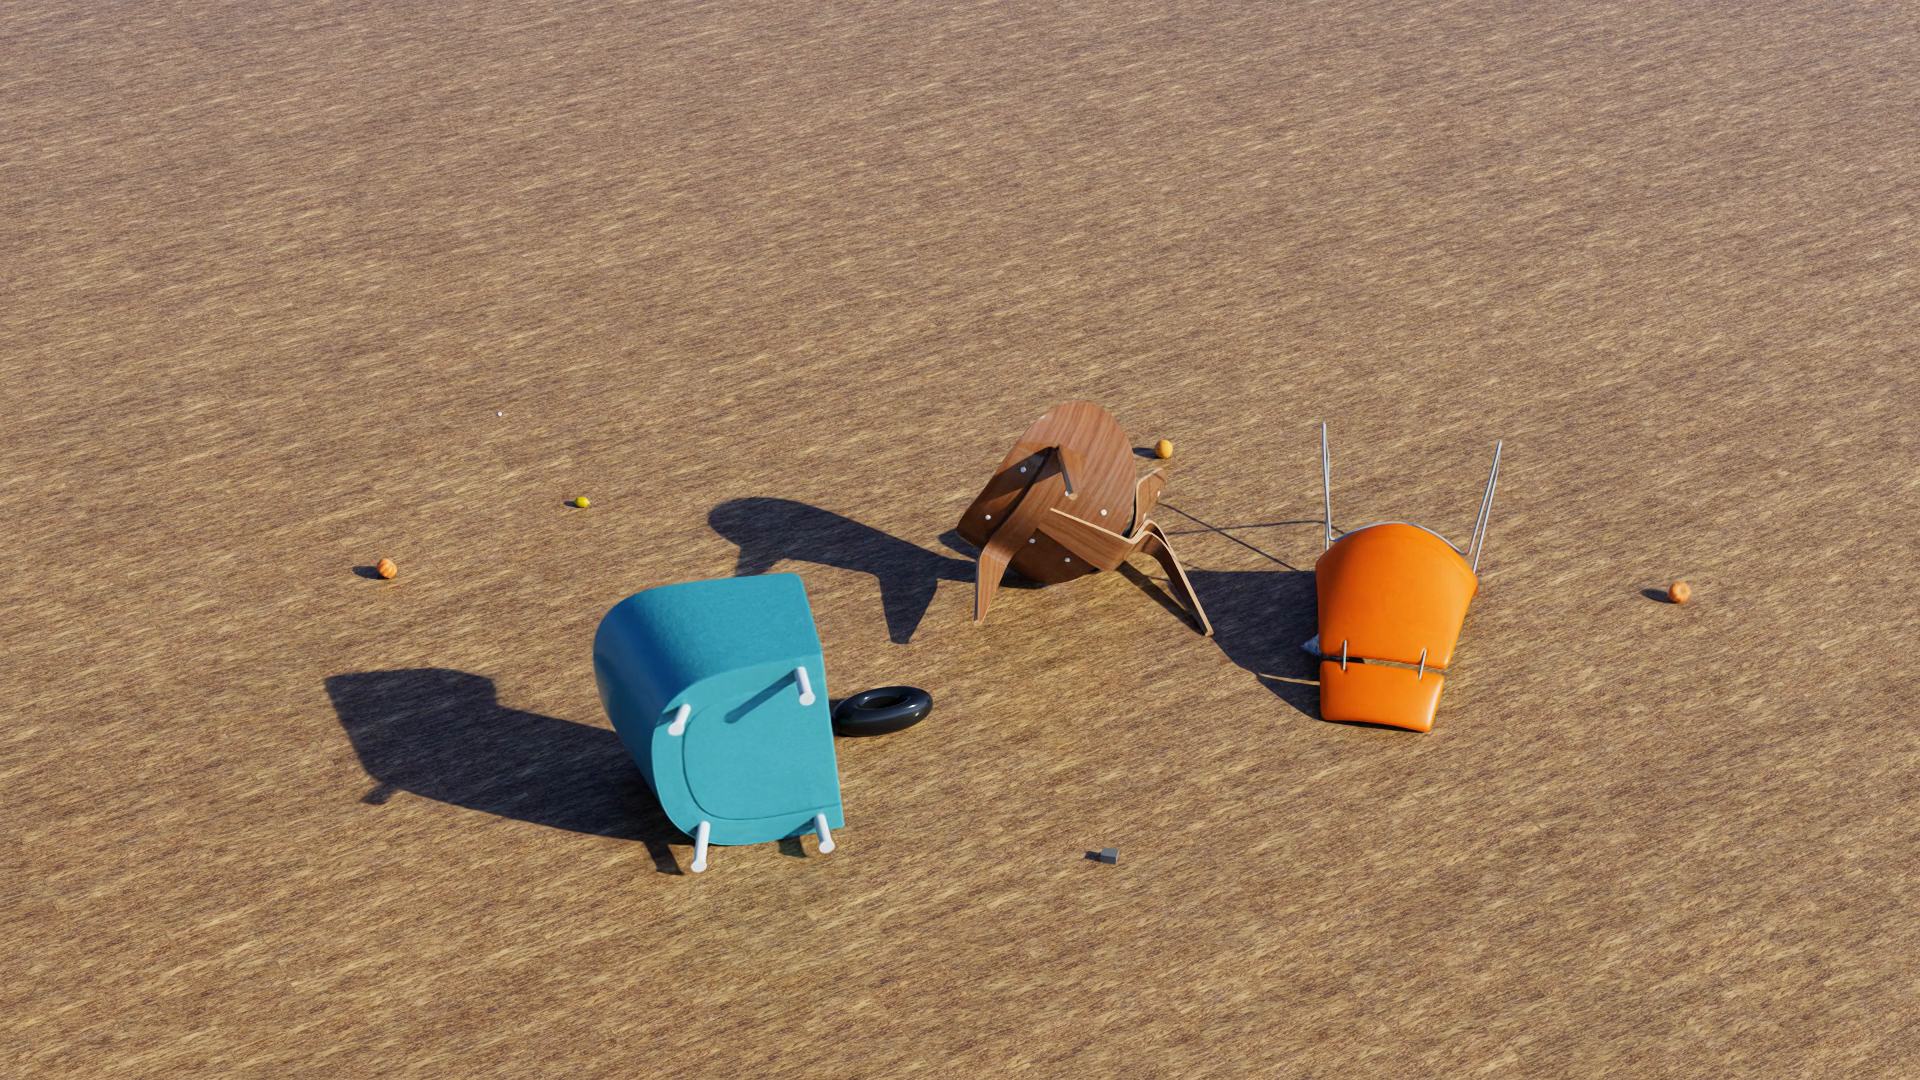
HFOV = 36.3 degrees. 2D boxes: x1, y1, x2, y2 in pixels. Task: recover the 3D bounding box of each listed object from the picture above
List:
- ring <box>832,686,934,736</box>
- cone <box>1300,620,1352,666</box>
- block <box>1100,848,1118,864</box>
[{"bbox_3d":[-0.264,0.581,9.967,0.364,0.108,0.165,-10,36,-17],"label":"ring"},{"bbox_3d":[1.270,0.367,10.327,0.165,0.140,0.193,-8,32,33],"label":"cone"},{"bbox_3d":[0.478,1.011,9.383,0.050,0.030,0.041,8,34,12],"label":"block"}]
